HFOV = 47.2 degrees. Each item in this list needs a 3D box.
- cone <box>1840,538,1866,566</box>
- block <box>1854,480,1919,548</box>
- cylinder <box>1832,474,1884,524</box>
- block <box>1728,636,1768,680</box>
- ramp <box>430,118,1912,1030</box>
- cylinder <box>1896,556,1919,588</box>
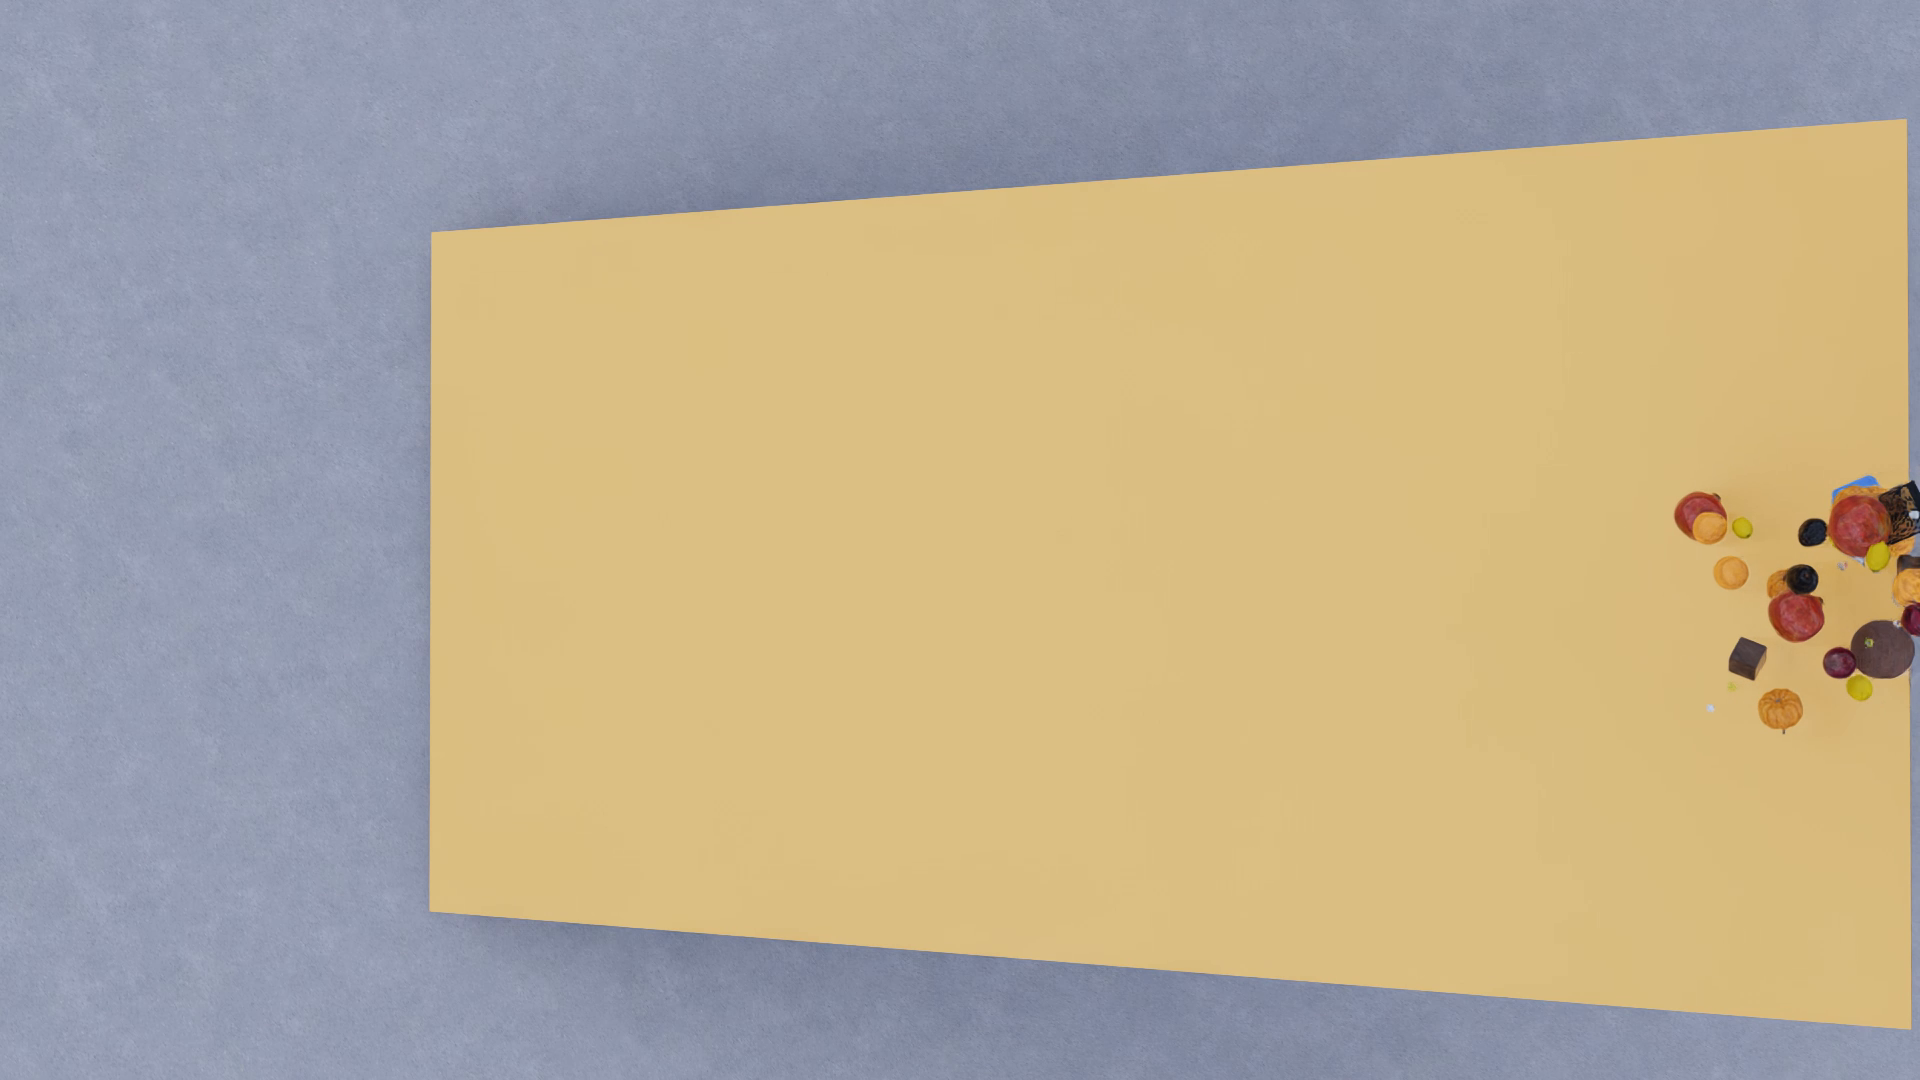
[{"bbox_3d":[1.886,0.031,4.615,0.056,0.056,0.056,-23,86,0],"label":"cone"},{"bbox_3d":[1.871,-0.050,4.403,0.099,0.099,0.099,-24,84,6],"label":"block"},{"bbox_3d":[1.884,-0.085,4.607,0.077,0.077,0.077,-29,89,-10],"label":"cylinder"},{"bbox_3d":[1.659,0.250,4.631,0.057,0.057,0.057,24,66,29],"label":"block"},{"bbox_3d":[0.283,0.083,5.699,4.000,0.100,2.000,0,89,24],"label":"ramp"},{"bbox_3d":[1.918,0.064,4.429,0.060,0.060,0.060,7,87,0],"label":"cylinder"}]
